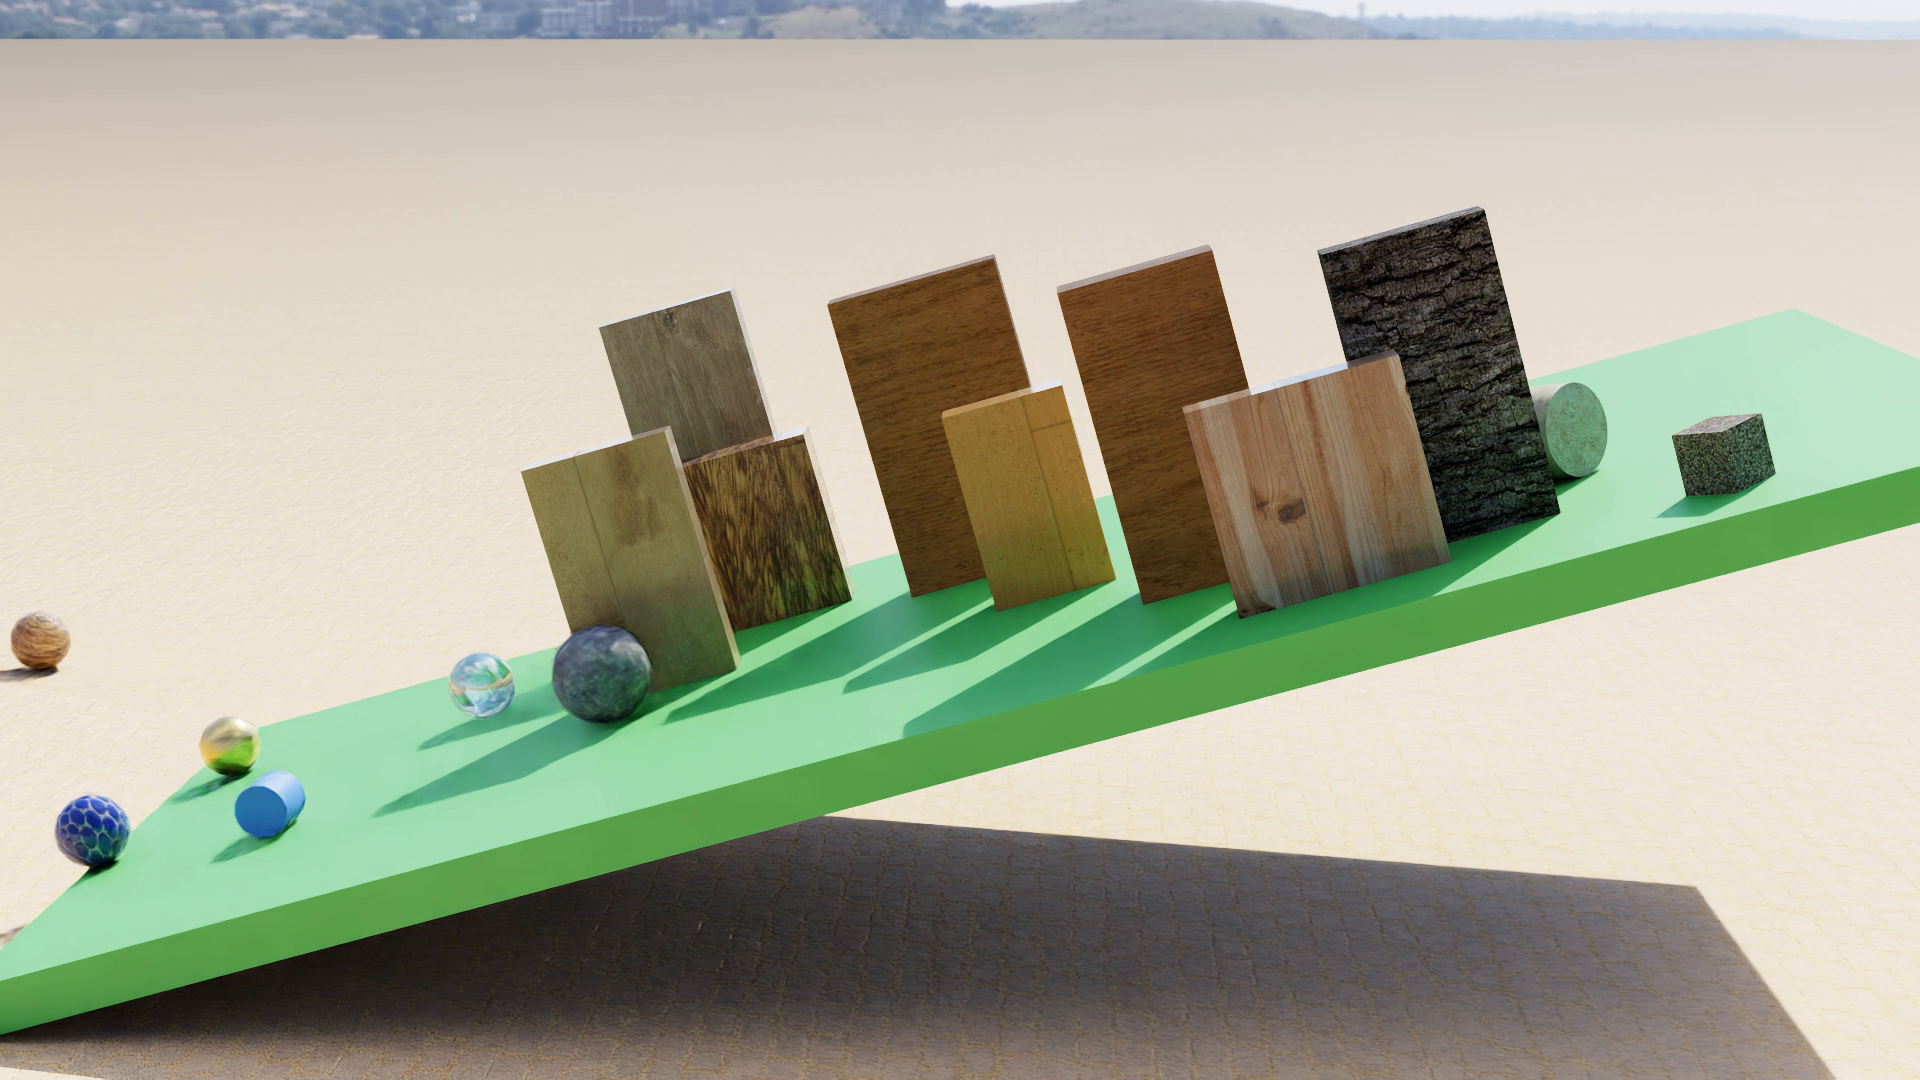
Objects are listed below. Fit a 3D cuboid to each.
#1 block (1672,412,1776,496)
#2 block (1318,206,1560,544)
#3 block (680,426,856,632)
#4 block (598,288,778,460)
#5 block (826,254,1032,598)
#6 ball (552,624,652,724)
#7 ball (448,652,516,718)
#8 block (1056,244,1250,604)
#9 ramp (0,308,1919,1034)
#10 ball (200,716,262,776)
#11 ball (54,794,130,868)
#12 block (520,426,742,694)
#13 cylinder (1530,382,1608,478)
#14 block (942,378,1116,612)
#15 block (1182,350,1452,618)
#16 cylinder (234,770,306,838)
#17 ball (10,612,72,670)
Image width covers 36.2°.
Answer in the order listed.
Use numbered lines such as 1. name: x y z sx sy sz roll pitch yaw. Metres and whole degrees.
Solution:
1. block: 1.418 -0.158 5.459 0.118 0.118 0.118 -23 12 -34
2. block: 0.920 -0.305 5.653 0.316 0.603 0.099 -15 10 4
3. block: -0.484 -0.016 6.908 0.373 0.406 0.144 -15 10 4
4. block: -0.607 -0.208 7.171 0.332 0.750 0.093 -15 10 4
5. block: -0.015 -0.258 6.658 0.387 0.692 0.114 -15 10 4
6. ball: -0.761 0.284 6.240 0.209 0.209 0.209 0 10 0
7. ball: -1.086 0.330 6.688 0.151 0.151 0.151 0 10 0
8. block: 0.433 -0.232 5.897 0.316 0.649 0.142 -15 10 4
9. ramp: 0.085 0.189 6.325 4.000 0.100 2.000 -15 10 4
10. ball: -1.706 0.481 6.877 0.141 0.141 0.141 0 10 0
11. ball: -1.849 0.620 6.267 0.155 0.155 0.155 0 10 0
12. block: -0.717 0.059 6.435 0.327 0.546 0.091 -15 10 4
13. cylinder: 1.179 -0.218 5.975 0.190 0.190 0.190 -8 3 -38
14. block: 0.147 -0.096 6.250 0.263 0.430 0.109 -15 10 4
15. block: 0.669 -0.105 5.522 0.409 0.404 0.089 -15 10 4
16. cylinder: -1.433 0.548 6.110 0.112 0.112 0.112 1 13 7
17. ball: -2.681 0.293 8.576 0.172 0.172 0.172 0 10 0
